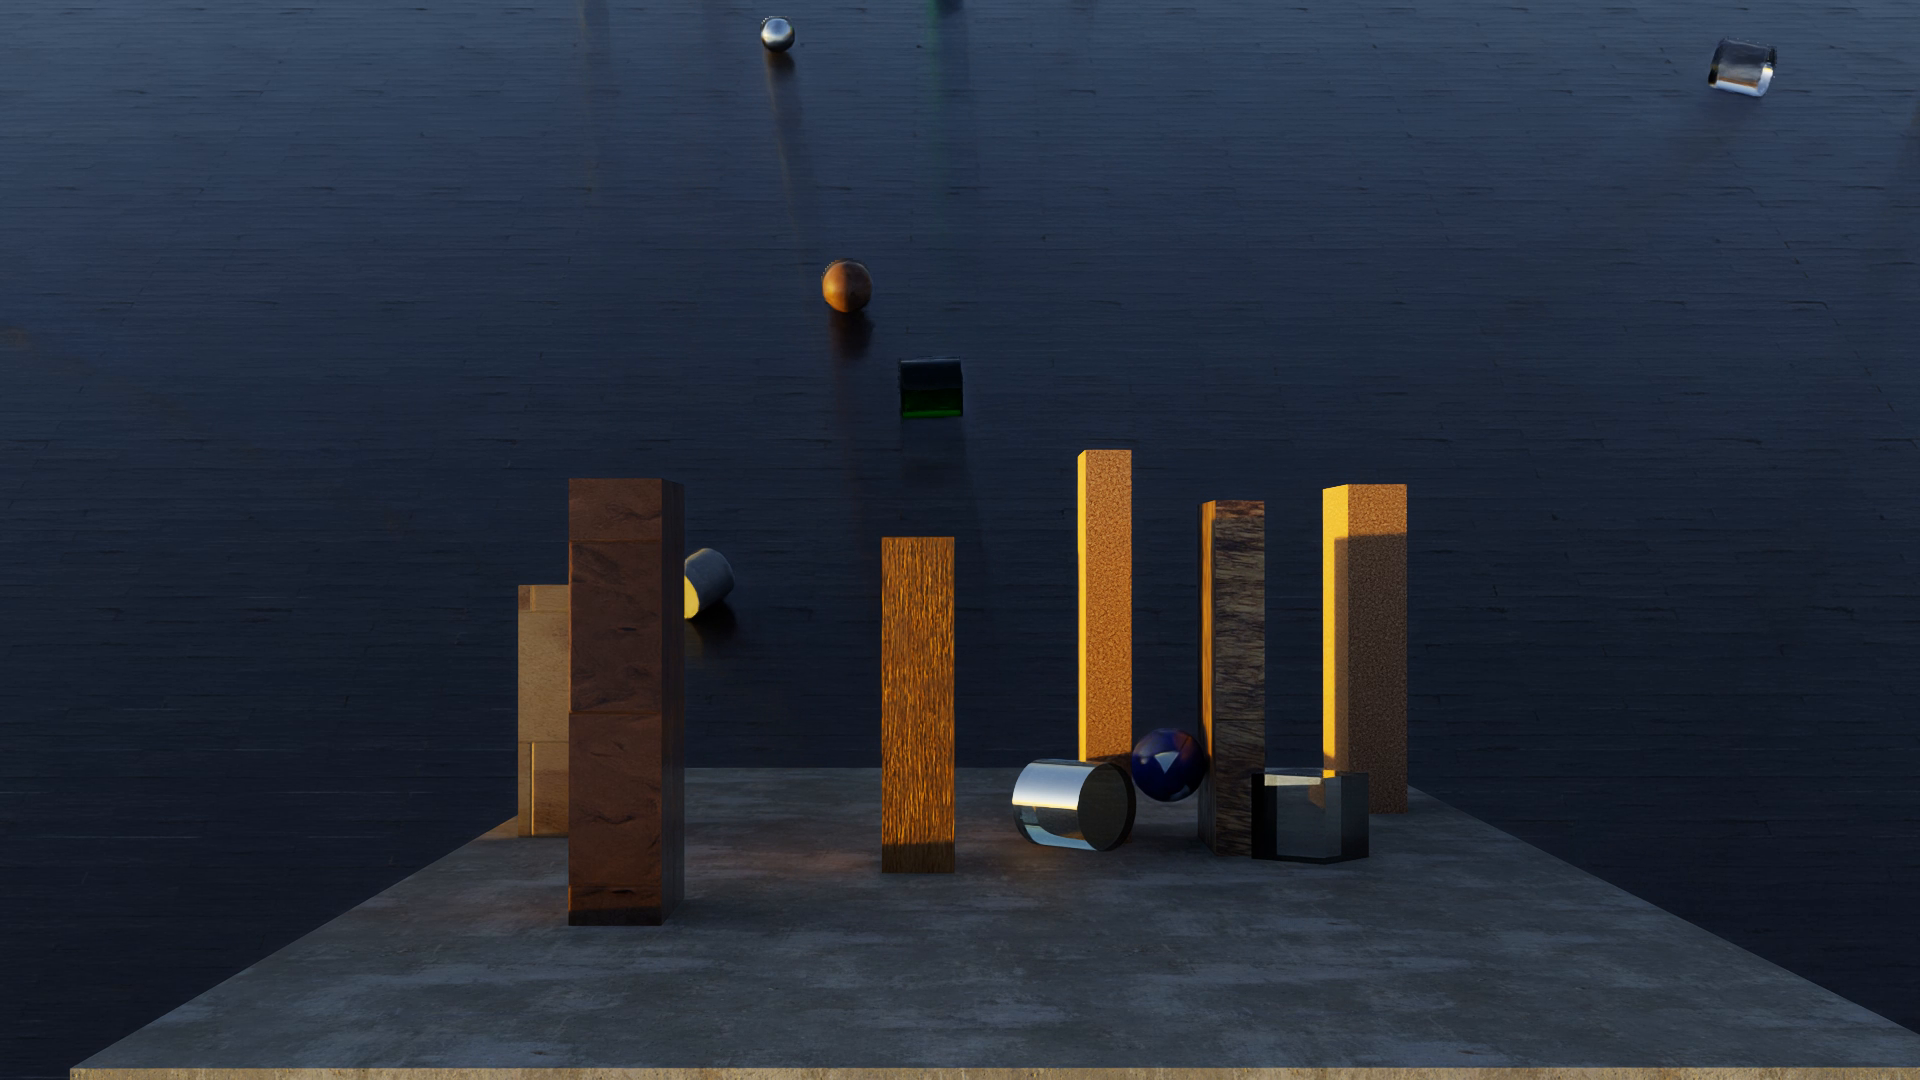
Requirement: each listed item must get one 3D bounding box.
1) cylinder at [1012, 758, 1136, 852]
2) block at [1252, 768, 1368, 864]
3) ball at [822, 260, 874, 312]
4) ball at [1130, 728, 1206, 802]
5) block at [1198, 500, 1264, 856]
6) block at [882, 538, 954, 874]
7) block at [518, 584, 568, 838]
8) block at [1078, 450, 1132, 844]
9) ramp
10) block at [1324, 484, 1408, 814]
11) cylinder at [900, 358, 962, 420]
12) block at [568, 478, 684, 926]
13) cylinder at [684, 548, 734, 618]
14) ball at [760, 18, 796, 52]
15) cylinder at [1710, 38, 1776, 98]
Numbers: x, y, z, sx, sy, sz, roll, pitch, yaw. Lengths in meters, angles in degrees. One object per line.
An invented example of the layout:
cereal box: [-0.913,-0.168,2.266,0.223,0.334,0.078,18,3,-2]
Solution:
cylinder: [0.212,0.490,4.801,0.163,0.163,0.163,-1,23,45]
block: [0.627,0.493,4.640,0.152,0.152,0.152,0,-1,39]
ball: [-0.394,-0.889,9.103,0.181,0.181,0.181,0,32,0]
ball: [0.391,0.423,4.872,0.140,0.140,0.140,0,32,0]
block: [0.505,0.251,4.846,0.088,0.641,0.353,0,-1,0]
block: [-0.072,0.282,4.545,0.124,0.573,0.254,0,-1,0]
block: [-0.796,0.332,5.216,0.112,0.486,0.445,0,-1,0]
block: [0.281,0.202,5.047,0.087,0.743,0.308,0,-1,0]
ramp: [0.070,0.620,4.703,2.000,0.100,4.000,0,-1,0]
block: [0.882,0.232,5.656,0.124,0.695,0.372,0,-1,0]
cylinder: [-0.095,-0.494,8.448,0.193,0.193,0.193,-3,32,-4]
block: [-0.502,0.237,3.932,0.135,0.651,0.315,0,-1,0]
cylinder: [-0.759,0.124,7.478,0.153,0.153,0.153,22,38,31]
ball: [-0.792,-2.193,11.259,0.149,0.149,0.149,0,32,0]
cylinder: [3.275,-1.975,10.848,0.207,0.207,0.207,19,36,27]
